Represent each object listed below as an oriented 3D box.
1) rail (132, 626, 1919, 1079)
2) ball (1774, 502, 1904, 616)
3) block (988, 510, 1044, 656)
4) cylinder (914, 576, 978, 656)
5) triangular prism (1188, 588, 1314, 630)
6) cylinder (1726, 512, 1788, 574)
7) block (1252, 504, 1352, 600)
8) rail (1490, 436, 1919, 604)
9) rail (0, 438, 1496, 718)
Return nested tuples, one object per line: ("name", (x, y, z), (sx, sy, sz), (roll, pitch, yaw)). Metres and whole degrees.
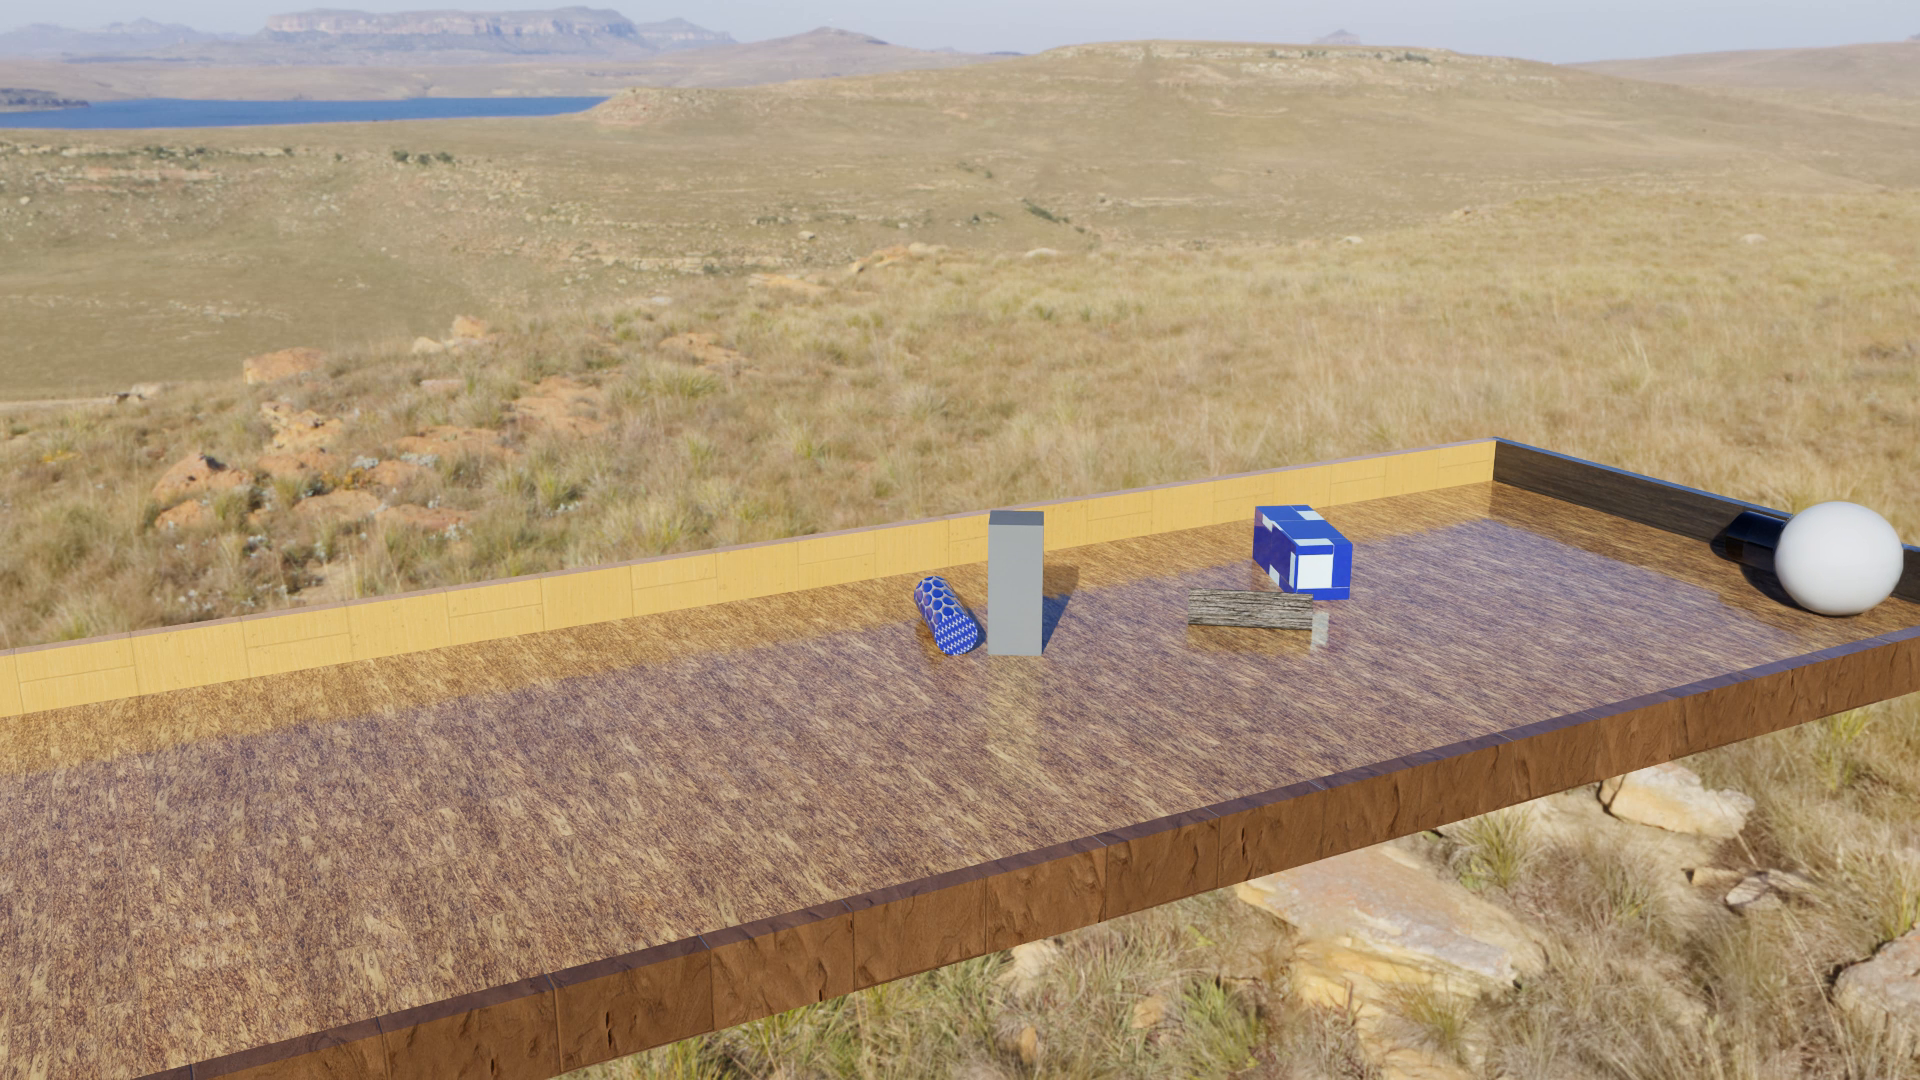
("rail", (-2.336, 1.006, 1.665), (12.000, 0.150, 0.050), (-9, 18, -27))
("ball", (2.452, 0.053, 4.606), (0.321, 0.321, 0.321), (0, 16, 0))
("block", (0.147, 0.112, 4.343), (0.141, 0.355, 0.141), (1, 16, 3))
("cylinder", (-0.042, 0.202, 4.469), (0.113, 0.113, 0.333), (-3, 17, -11))
("triangular prism", (0.804, 0.183, 4.567), (0.337, 0.089, 0.102), (3, 17, 9))
("cylinder", (2.503, 0.030, 4.970), (0.161, 0.161, 0.329), (-8, 18, -27))
("block", (1.021, 0.033, 4.945), (0.167, 0.167, 0.432), (-2, 16, -5))
("rail", (2.466, -0.048, 5.253), (0.050, 0.150, 2.100), (-9, 18, -27))
("rail", (-3.305, 0.497, 3.399), (12.000, 0.150, 0.050), (-9, 18, -27))
